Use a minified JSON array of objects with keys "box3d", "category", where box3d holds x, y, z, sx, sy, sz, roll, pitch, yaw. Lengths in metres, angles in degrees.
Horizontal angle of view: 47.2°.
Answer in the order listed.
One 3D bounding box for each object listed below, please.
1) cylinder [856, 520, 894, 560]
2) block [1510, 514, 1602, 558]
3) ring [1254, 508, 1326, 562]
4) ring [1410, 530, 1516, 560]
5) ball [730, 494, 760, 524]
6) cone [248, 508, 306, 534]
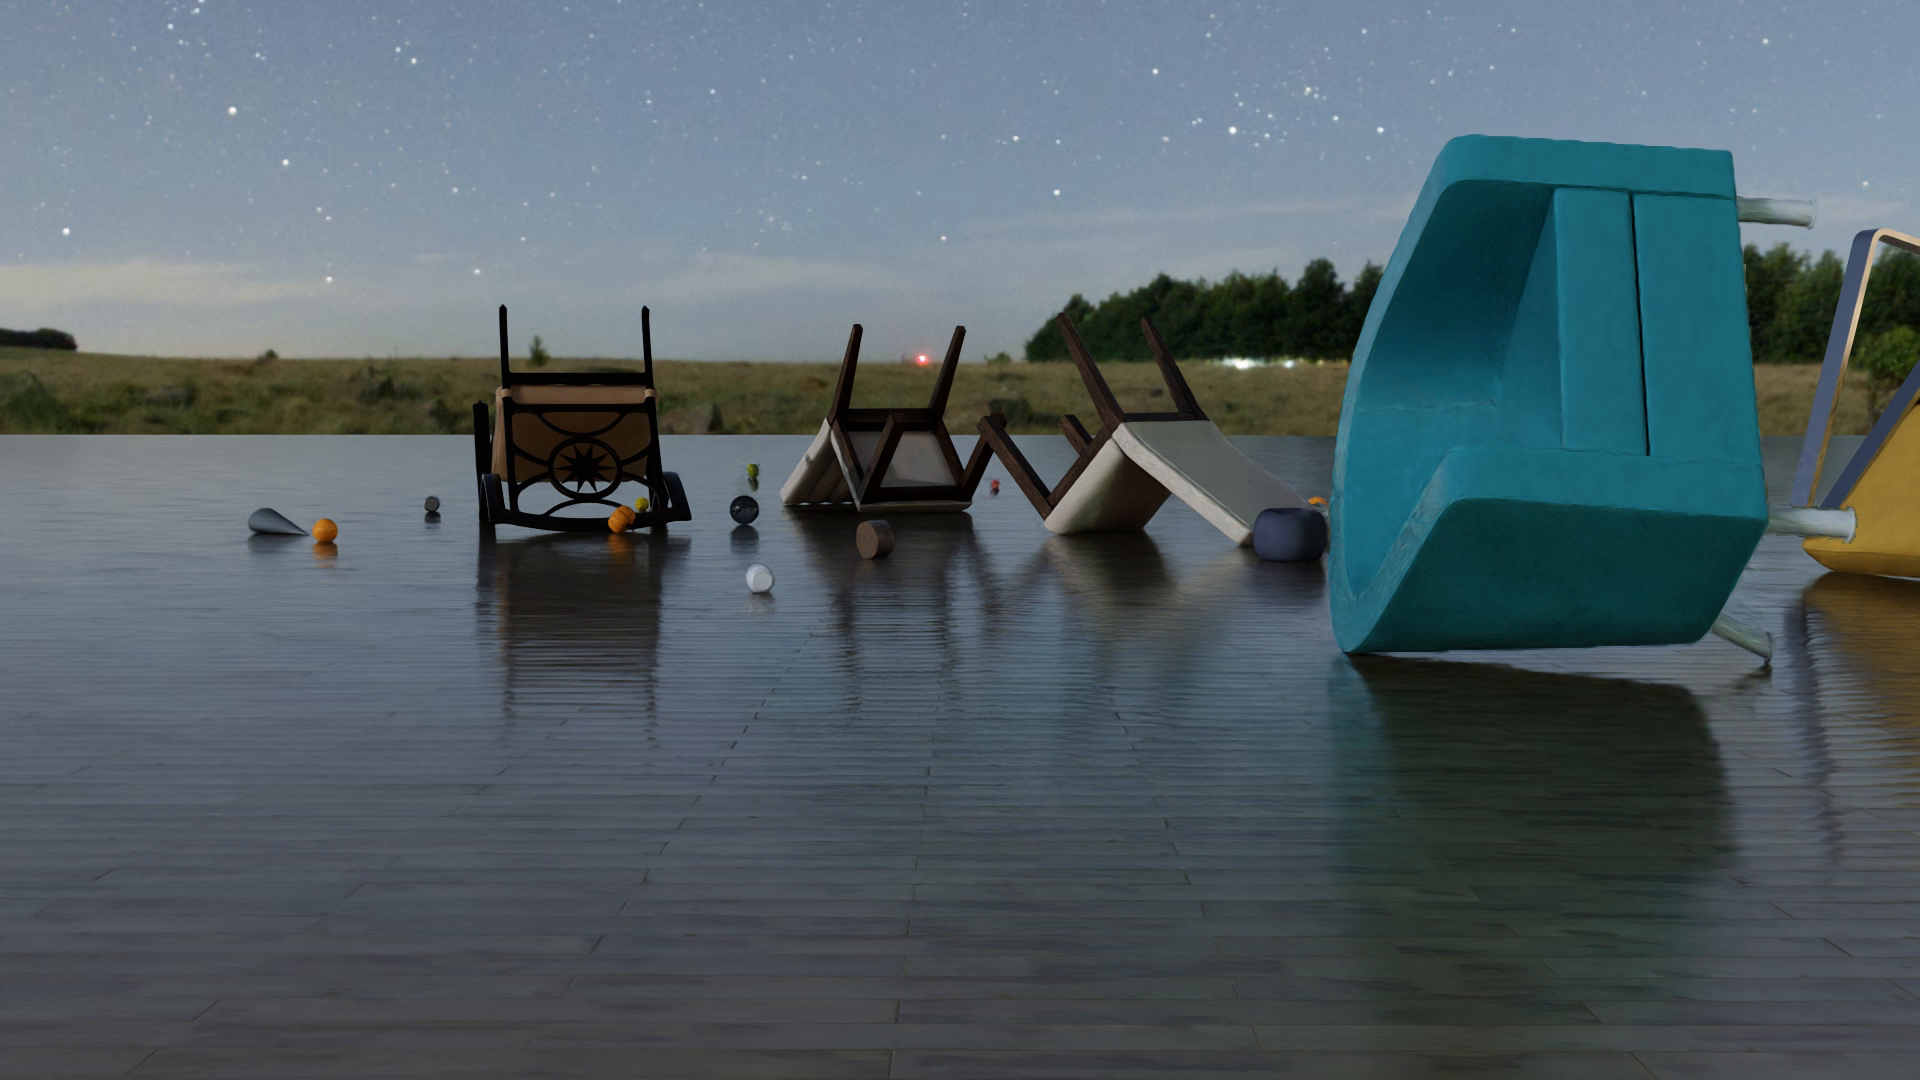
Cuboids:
[{"box3d":[-0.227,-0.003,5.864,0.064,0.100,0.112,-7,1,21],"category":"cylinder"},{"box3d":[1.624,-0.014,6.004,0.239,0.101,0.221,1,4,14],"category":"block"},{"box3d":[0.871,-0.013,5.808,0.192,0.129,0.261,3,6,14],"category":"ring"},{"box3d":[1.336,0.014,5.837,0.279,0.070,0.225,1,3,6],"category":"ring"},{"box3d":[-0.715,-0.100,7.291,0.098,0.098,0.098,0,4,0],"category":"ball"},{"box3d":[-2.092,-0.038,6.826,0.215,0.078,0.115,14,14,31],"category":"cone"}]
